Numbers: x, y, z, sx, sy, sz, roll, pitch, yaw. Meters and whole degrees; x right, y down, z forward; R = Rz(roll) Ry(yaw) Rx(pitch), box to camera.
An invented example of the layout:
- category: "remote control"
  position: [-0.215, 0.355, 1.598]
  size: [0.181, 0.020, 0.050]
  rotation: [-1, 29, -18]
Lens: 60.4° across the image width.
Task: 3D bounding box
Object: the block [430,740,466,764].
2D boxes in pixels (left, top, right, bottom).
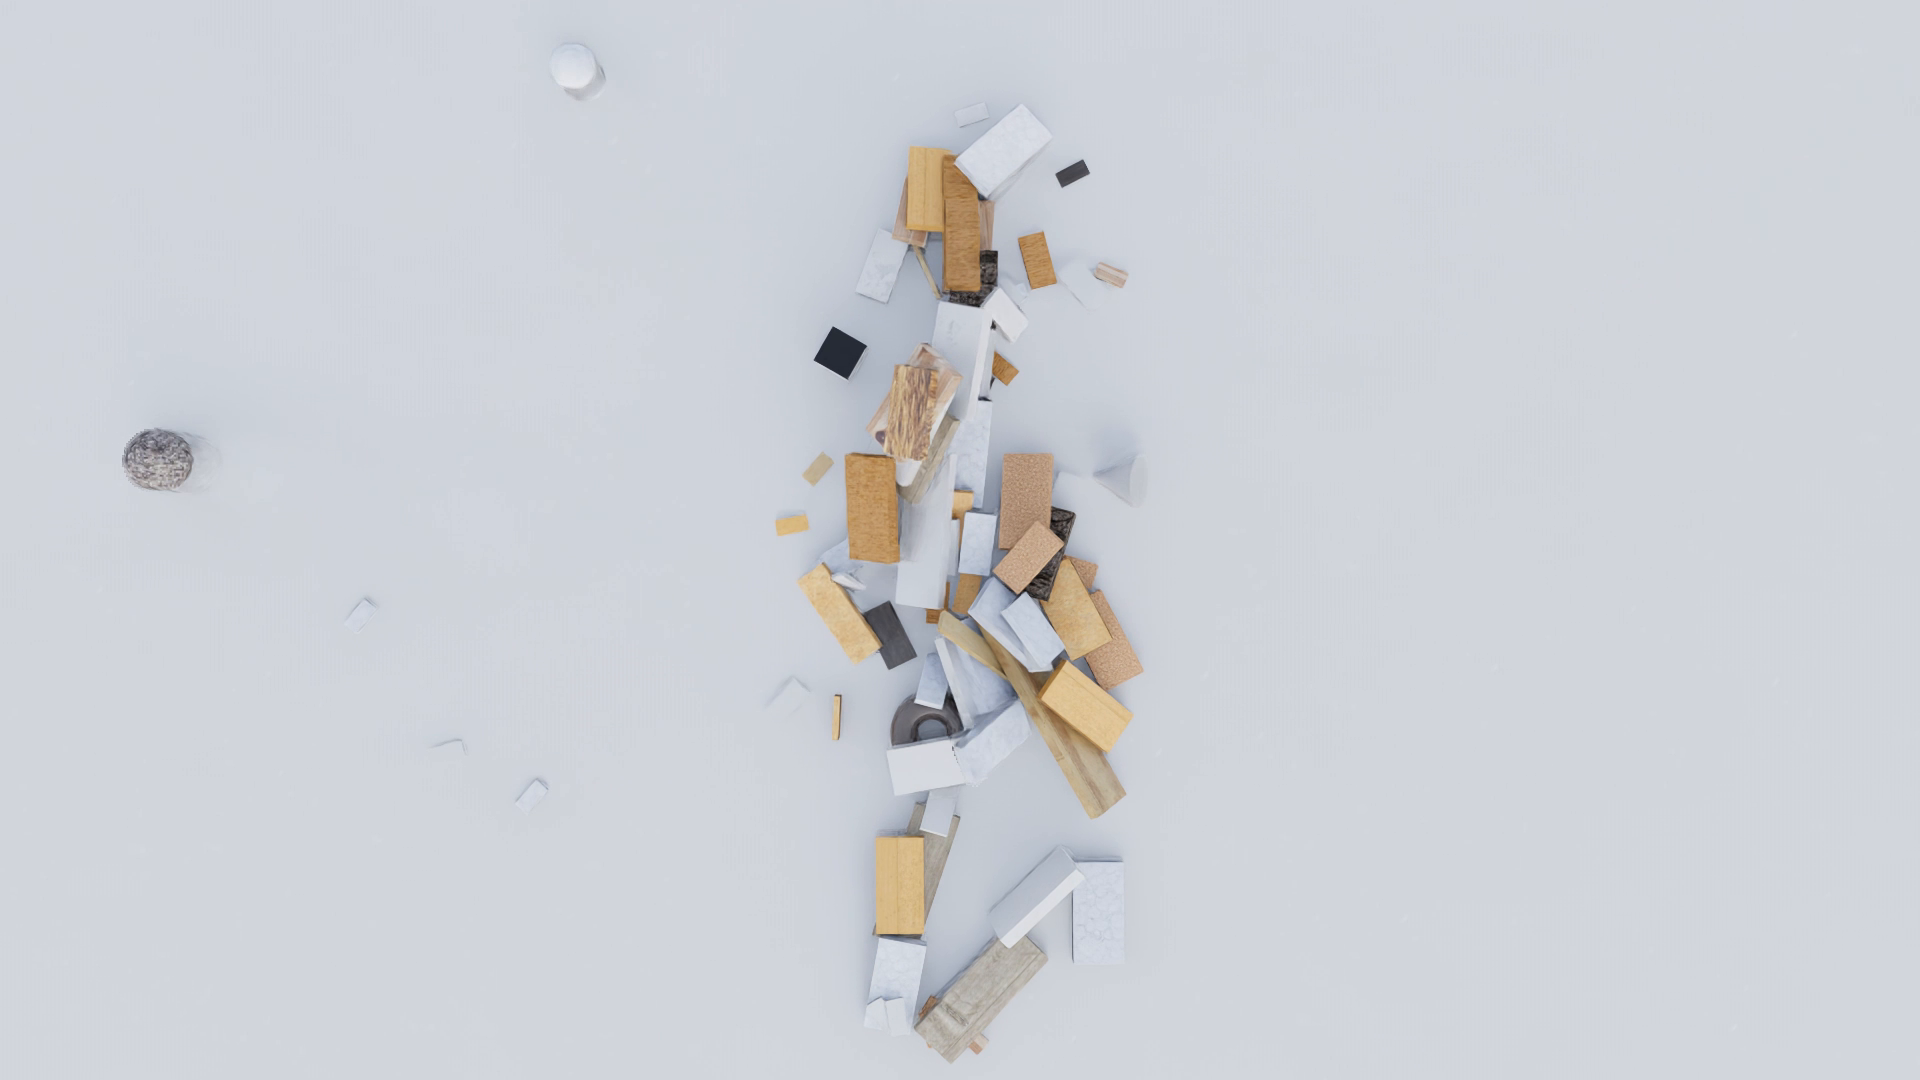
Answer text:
- category: "block"
  position: [-1.706, 0.706, 5.492]
  size: [0.108, 0.015, 0.054]
  rotation: [-17, 90, 0]

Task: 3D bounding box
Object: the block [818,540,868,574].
- category: "block"
  position: [-0.360, 0.048, 5.485]
  size: [0.207, 0.029, 0.104]
  rotation: [-31, 90, 0]

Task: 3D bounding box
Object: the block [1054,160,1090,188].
- category: "block"
  position: [0.375, -1.219, 5.493]
  size: [0.105, 0.015, 0.053]
  rotation: [-27, 90, 0]

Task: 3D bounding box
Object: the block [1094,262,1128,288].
- category: "block"
  position: [0.503, -0.882, 5.493]
  size: [0.105, 0.015, 0.053]
  rotation: [23, 90, 0]

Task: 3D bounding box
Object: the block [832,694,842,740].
- category: "block"
  position: [-0.409, 0.588, 5.464]
  size: [0.020, 0.072, 0.144]
  rotation: [3, 90, 0]

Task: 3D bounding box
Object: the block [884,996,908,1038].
- category: "block"
  position: [-0.208, 1.567, 5.422]
  size: [0.059, 0.017, 0.119]
  rotation: [-9, 91, -12]

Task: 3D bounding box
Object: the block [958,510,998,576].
- category: "block"
  position: [0.058, 0.011, 5.438]
  size: [0.104, 0.029, 0.207]
  rotation: [7, 106, 0]

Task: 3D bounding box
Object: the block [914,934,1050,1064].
- category: "block"
  position: [0.071, 1.498, 5.456]
  size: [0.168, 0.048, 0.471]
  rotation: [44, 86, -2]

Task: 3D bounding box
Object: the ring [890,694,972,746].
- category: "ring"
  position: [-0.094, 0.639, 5.454]
  size: [0.276, 0.092, 0.276]
  rotation: [0, 92, -3]

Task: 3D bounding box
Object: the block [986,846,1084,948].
- category: "block"
  position: [0.247, 1.171, 5.413]
  size: [0.337, 0.168, 0.048]
  rotation: [-43, 111, 0]

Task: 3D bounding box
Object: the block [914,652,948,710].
- category: "block"
  position: [-0.084, 0.464, 5.436]
  size: [0.092, 0.026, 0.184]
  rotation: [14, 55, 0]

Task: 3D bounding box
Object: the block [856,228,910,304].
- category: "block"
  position: [-0.257, -0.910, 5.484]
  size: [0.112, 0.032, 0.223]
  rotation: [20, 90, 0]

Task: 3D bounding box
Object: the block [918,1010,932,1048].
- category: "block"
  position: [-0.093, 1.622, 5.475]
  size: [0.059, 0.017, 0.118]
  rotation: [-15, 90, 0]

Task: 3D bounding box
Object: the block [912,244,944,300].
- category: "block"
  position: [-0.129, -0.942, 5.475]
  size: [0.014, 0.048, 0.309]
  rotation: [-24, 90, 13]

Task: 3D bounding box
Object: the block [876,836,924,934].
- category: "block"
  position: [-0.198, 1.135, 5.433]
  size: [0.157, 0.044, 0.314]
  rotation: [-1, 90, 0]

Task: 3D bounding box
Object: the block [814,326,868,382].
- category: "block"
  position: [-0.390, -0.610, 5.436]
  size: [0.128, 0.128, 0.128]
  rotation: [30, 90, 0]

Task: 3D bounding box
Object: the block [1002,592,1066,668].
- category: "block"
  position: [0.239, 0.291, 5.363]
  size: [0.113, 0.032, 0.226]
  rotation: [-40, 96, -40]

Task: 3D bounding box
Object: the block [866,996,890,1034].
- category: "block"
  position: [-0.251, 1.567, 5.439]
  size: [0.059, 0.017, 0.119]
  rotation: [-33, 97, 6]

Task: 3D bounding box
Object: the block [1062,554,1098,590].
- category: "block"
  position: [0.369, 0.098, 5.488]
  size: [0.168, 0.024, 0.084]
  rotation: [18, 90, 0]

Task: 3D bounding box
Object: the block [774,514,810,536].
- category: "block"
  position: [-0.559, -0.049, 5.492]
  size: [0.108, 0.015, 0.054]
  rotation: [-12, 90, 0]

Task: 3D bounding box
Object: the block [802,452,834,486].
- category: "block"
  position: [-0.472, -0.236, 5.492]
  size: [0.054, 0.015, 0.108]
  rotation: [41, 90, 0]

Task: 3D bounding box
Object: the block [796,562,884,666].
- category: "block"
  position: [-0.399, 0.244, 5.466]
  size: [0.113, 0.032, 0.339]
  rotation: [-35, 90, 19]

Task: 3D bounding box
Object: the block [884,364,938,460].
- category: "block"
  position: [-0.154, -0.401, 5.177]
  size: [0.141, 0.040, 0.283]
  rotation: [14, 102, 32]

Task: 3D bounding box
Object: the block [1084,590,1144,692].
- category: "block"
  position: [0.472, 0.335, 5.478]
  size: [0.153, 0.043, 0.307]
  rotation: [-28, 90, 0]

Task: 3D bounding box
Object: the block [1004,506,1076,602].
- category: "block"
  position: [0.262, 0.036, 5.429]
  size: [0.152, 0.043, 0.303]
  rotation: [16, 83, 20]

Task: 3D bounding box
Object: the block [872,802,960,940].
- category: "block"
  position: [-0.145, 1.114, 5.478]
  size: [0.157, 0.044, 0.457]
  rotation: [19, 90, 0]

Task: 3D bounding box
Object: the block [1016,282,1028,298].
- category: "block"
  position: [0.176, -0.817, 5.493]
  size: [0.095, 0.014, 0.048]
  rotation: [-22, 90, 0]

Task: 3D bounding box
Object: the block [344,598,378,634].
- category: "block"
  position: [-1.995, 0.254, 5.492]
  size: [0.054, 0.015, 0.108]
  rotation: [40, 90, 0]

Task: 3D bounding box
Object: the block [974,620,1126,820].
- category: "block"
  position: [0.294, 0.542, 5.434]
  size: [0.153, 0.043, 0.782]
  rotation: [-30, 90, -40]

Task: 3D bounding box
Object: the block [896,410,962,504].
- category: "block"
  position: [-0.133, -0.292, 5.343]
  size: [0.159, 0.045, 0.318]
  rotation: [39, 114, 25]

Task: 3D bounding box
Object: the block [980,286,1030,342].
- category: "block"
  position: [0.148, -0.743, 5.432]
  size: [0.088, 0.025, 0.176]
  rotation: [-52, 125, -11]

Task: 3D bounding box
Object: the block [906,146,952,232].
- category: "block"
  position: [-0.102, -1.156, 5.432]
  size: [0.141, 0.040, 0.283]
  rotation: [4, 74, -8]

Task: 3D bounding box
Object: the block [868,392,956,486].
- category: "block"
  position: [-0.163, -0.366, 5.299]
  size: [0.173, 0.049, 0.346]
  rotation: [37, 113, 26]

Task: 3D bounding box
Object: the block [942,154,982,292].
- category: "block"
  position: [0.004, -1.036, 5.376]
  size: [0.112, 0.032, 0.469]
  rotation: [2, 74, -11]

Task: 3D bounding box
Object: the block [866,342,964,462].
- category: "block"
  position: [-0.146, -0.433, 5.223]
  size: [0.173, 0.049, 0.346]
  rotation: [45, 117, 22]

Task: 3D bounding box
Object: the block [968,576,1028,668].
- category: "block"
  position: [0.175, 0.277, 5.402]
  size: [0.303, 0.043, 0.152]
  rotation: [44, 51, -13]

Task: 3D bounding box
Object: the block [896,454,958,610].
- category: "block"
  position: [-0.111, -0.034, 5.406]
  size: [0.159, 0.045, 0.507]
  rotation: [7, 94, 27]

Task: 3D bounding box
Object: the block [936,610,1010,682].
- category: "block"
  position: [0.054, 0.347, 5.372]
  size: [0.334, 0.020, 0.072]
  rotation: [38, 46, -29]

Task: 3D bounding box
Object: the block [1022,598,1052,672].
- category: "block"
  position: [0.240, 0.309, 5.393]
  size: [0.084, 0.024, 0.246]
  rotation: [1, 70, -36]

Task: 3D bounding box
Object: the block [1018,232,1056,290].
- category: "block"
  position: [0.258, -0.930, 5.488]
  size: [0.088, 0.025, 0.176]
  rotation: [-15, 90, 0]
